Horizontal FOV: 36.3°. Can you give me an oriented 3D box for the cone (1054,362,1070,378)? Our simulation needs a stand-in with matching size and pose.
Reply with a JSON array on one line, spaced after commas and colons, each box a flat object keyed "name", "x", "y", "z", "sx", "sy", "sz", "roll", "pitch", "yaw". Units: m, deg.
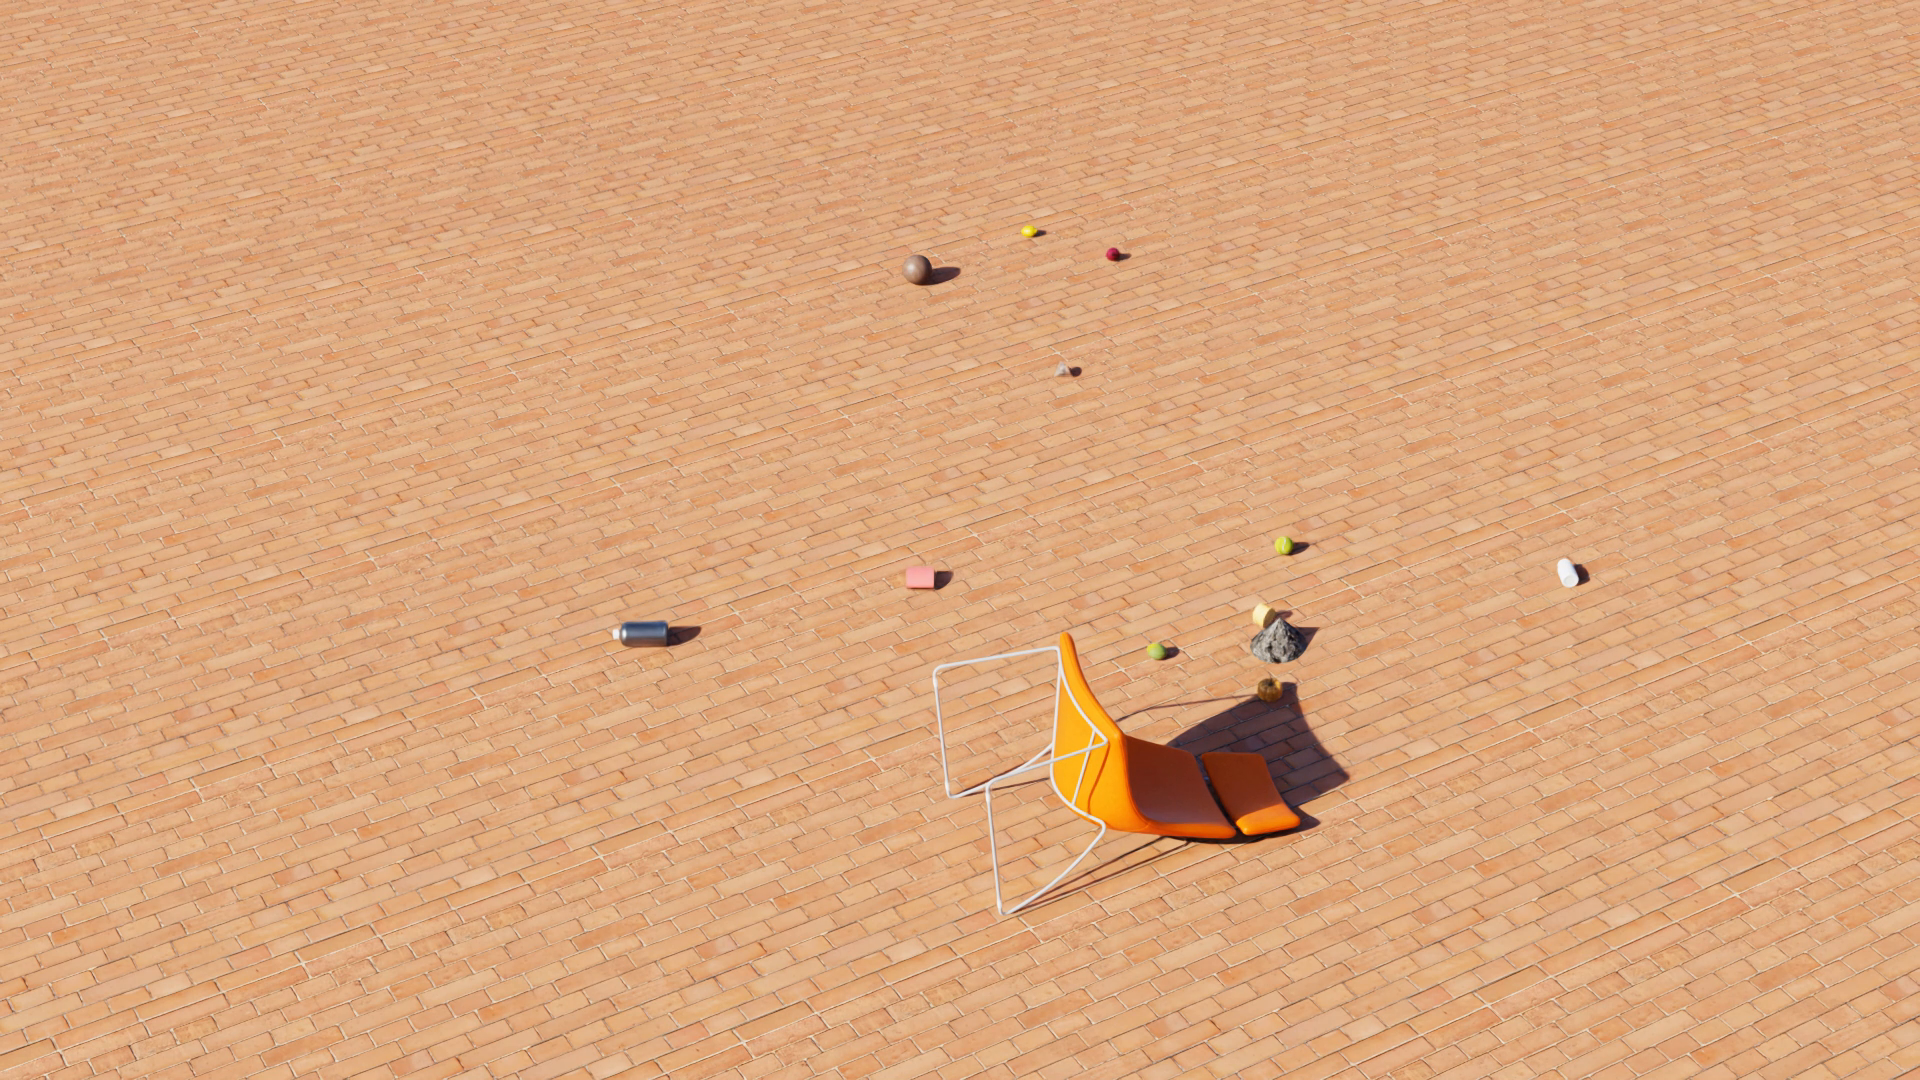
[{"name": "cone", "x": 0.407, "y": -0.682, "z": 11.952, "sx": 0.065, "sy": 0.066, "sz": 0.076, "roll": -36, "pitch": 36, "yaw": 1}]

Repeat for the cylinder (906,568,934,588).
[{"name": "cylinder", "x": -0.145, "y": 0.138, "z": 10.687, "sx": 0.097, "sy": 0.051, "sz": 0.099, "roll": 0, "pitch": 43, "yaw": 1}]

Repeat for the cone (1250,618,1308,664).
[{"name": "cone", "x": 1.128, "y": 0.321, "z": 10.347, "sx": 0.194, "sy": 0.121, "sz": 0.232, "roll": 17, "pitch": 37, "yaw": 24}]

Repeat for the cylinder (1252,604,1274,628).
[{"name": "cylinder", "x": 1.083, "y": 0.269, "z": 10.470, "sx": 0.050, "sy": 0.074, "sz": 0.060, "roll": 31, "pitch": 21, "yaw": 25}]
